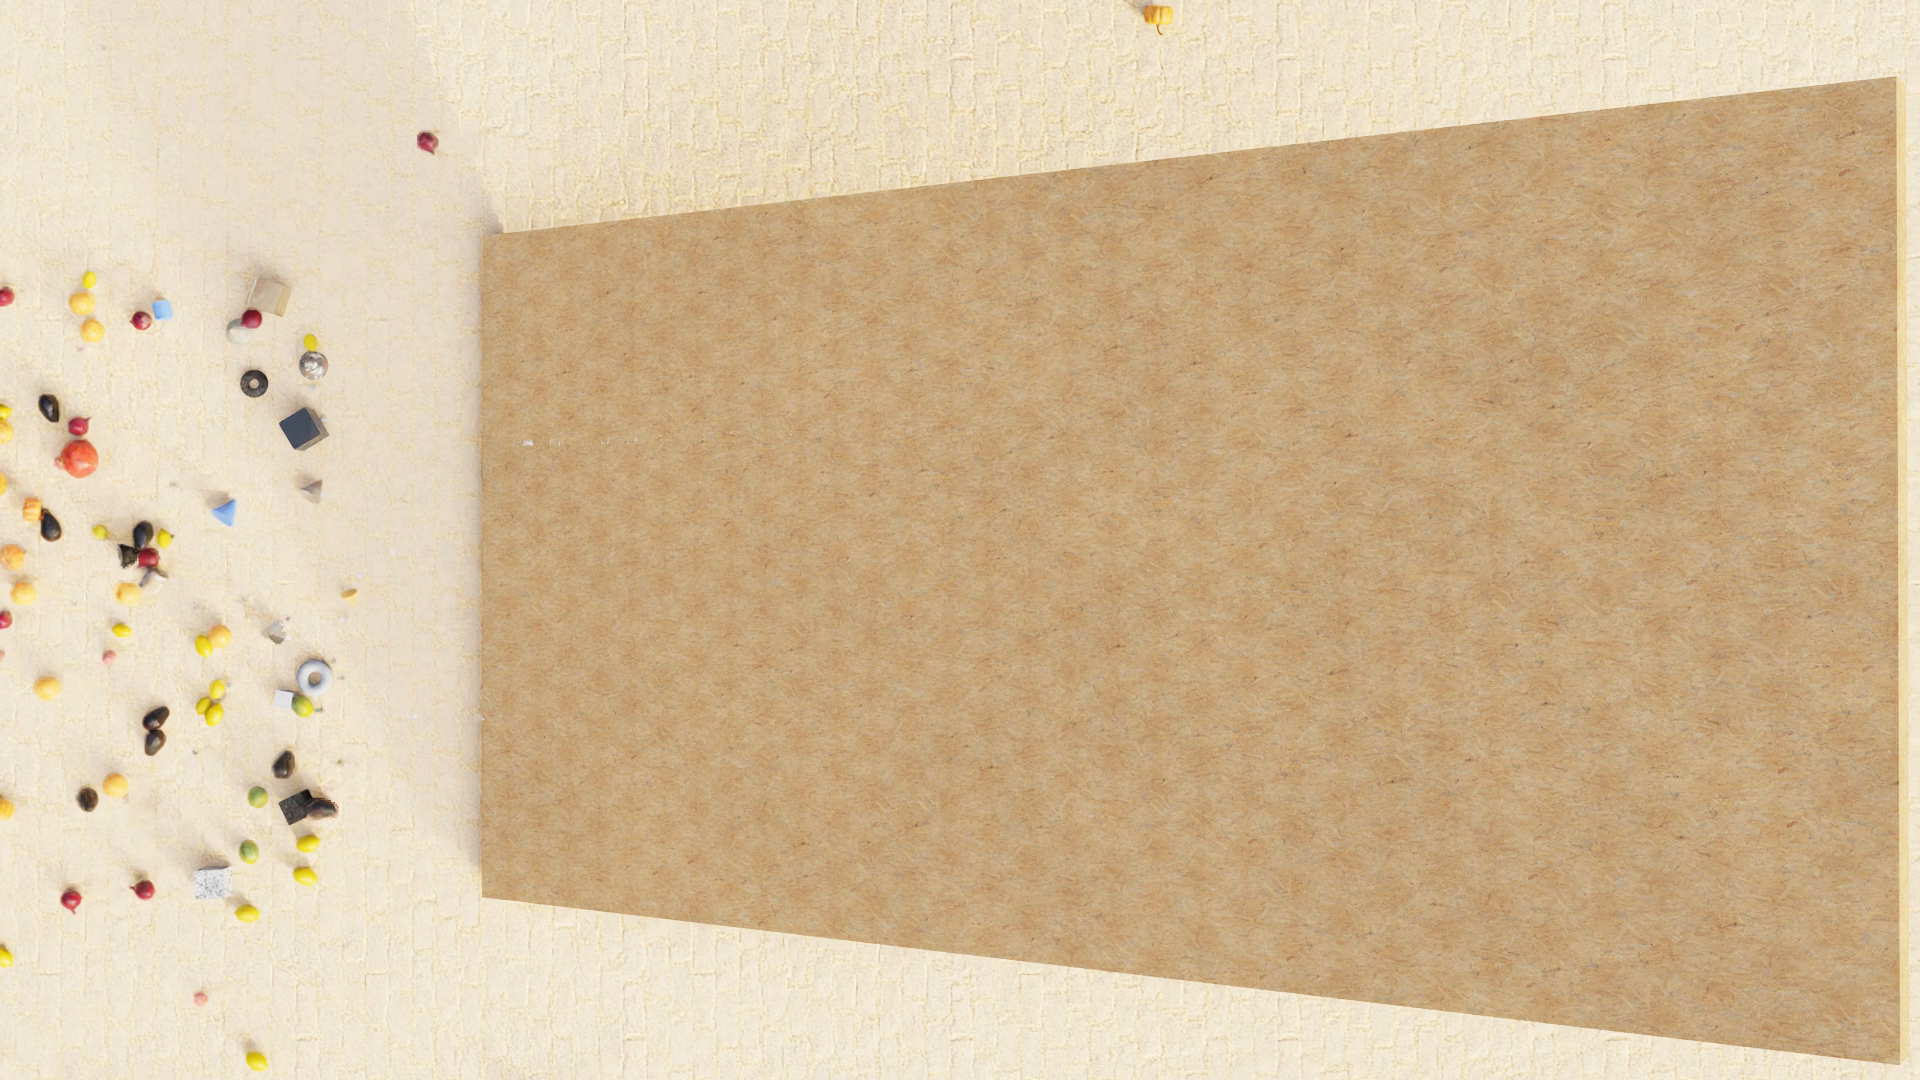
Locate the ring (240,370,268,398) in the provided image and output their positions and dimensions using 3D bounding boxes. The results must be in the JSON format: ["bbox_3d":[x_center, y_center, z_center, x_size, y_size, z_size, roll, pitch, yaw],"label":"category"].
[{"bbox_3d":[-2.157,-0.477,6.720,0.086,0.029,0.086,0,89,-1],"label":"ring"}]

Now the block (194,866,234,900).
[{"bbox_3d":[-2.266,1.040,6.677,0.087,0.087,0.087,-2,90,0],"label":"block"}]

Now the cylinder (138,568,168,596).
[{"bbox_3d":[-2.457,0.126,6.698,0.062,0.062,0.062,38,90,0],"label":"cylinder"}]

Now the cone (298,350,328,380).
[{"bbox_3d":[-1.979,-0.535,6.689,0.091,0.091,0.091,0,90,0],"label":"cone"}]

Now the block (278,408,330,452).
[{"bbox_3d":[-1.994,-0.336,6.685,0.094,0.094,0.094,-31,90,0],"label":"block"}]

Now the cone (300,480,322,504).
[{"bbox_3d":[-1.967,-0.159,6.715,0.072,0.072,0.072,28,63,0],"label":"cone"}]

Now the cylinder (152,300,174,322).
[{"bbox_3d":[-2.433,-0.699,6.710,0.052,0.052,0.052,-13,90,0],"label":"cylinder"}]

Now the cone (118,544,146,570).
[{"bbox_3d":[-2.519,0.043,6.711,0.081,0.081,0.081,-11,89,-27],"label":"cone"}]

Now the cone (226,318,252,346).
[{"bbox_3d":[-2.208,-0.637,6.694,0.082,0.082,0.082,0,90,0],"label":"cone"}]

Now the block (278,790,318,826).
[{"bbox_3d":[-2.011,0.812,6.685,0.076,0.076,0.076,-26,90,0],"label":"block"}]

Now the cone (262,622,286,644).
[{"bbox_3d":[-2.110,0.285,6.712,0.069,0.069,0.069,-8,89,31],"label":"cone"}]

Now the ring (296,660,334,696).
[{"bbox_3d":[-1.967,0.420,6.708,0.113,0.038,0.113,0,89,1],"label":"ring"}]

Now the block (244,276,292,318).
[{"bbox_3d":[-2.104,-0.740,6.690,0.092,0.092,0.092,19,90,0],"label":"block"}]

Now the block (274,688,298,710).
[{"bbox_3d":[-2.055,0.485,6.700,0.052,0.052,0.052,11,90,0],"label":"block"}]

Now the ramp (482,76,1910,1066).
[{"bbox_3d":[0.254,0.070,5.587,4.000,0.100,2.000,0,89,33],"label":"ramp"}]
